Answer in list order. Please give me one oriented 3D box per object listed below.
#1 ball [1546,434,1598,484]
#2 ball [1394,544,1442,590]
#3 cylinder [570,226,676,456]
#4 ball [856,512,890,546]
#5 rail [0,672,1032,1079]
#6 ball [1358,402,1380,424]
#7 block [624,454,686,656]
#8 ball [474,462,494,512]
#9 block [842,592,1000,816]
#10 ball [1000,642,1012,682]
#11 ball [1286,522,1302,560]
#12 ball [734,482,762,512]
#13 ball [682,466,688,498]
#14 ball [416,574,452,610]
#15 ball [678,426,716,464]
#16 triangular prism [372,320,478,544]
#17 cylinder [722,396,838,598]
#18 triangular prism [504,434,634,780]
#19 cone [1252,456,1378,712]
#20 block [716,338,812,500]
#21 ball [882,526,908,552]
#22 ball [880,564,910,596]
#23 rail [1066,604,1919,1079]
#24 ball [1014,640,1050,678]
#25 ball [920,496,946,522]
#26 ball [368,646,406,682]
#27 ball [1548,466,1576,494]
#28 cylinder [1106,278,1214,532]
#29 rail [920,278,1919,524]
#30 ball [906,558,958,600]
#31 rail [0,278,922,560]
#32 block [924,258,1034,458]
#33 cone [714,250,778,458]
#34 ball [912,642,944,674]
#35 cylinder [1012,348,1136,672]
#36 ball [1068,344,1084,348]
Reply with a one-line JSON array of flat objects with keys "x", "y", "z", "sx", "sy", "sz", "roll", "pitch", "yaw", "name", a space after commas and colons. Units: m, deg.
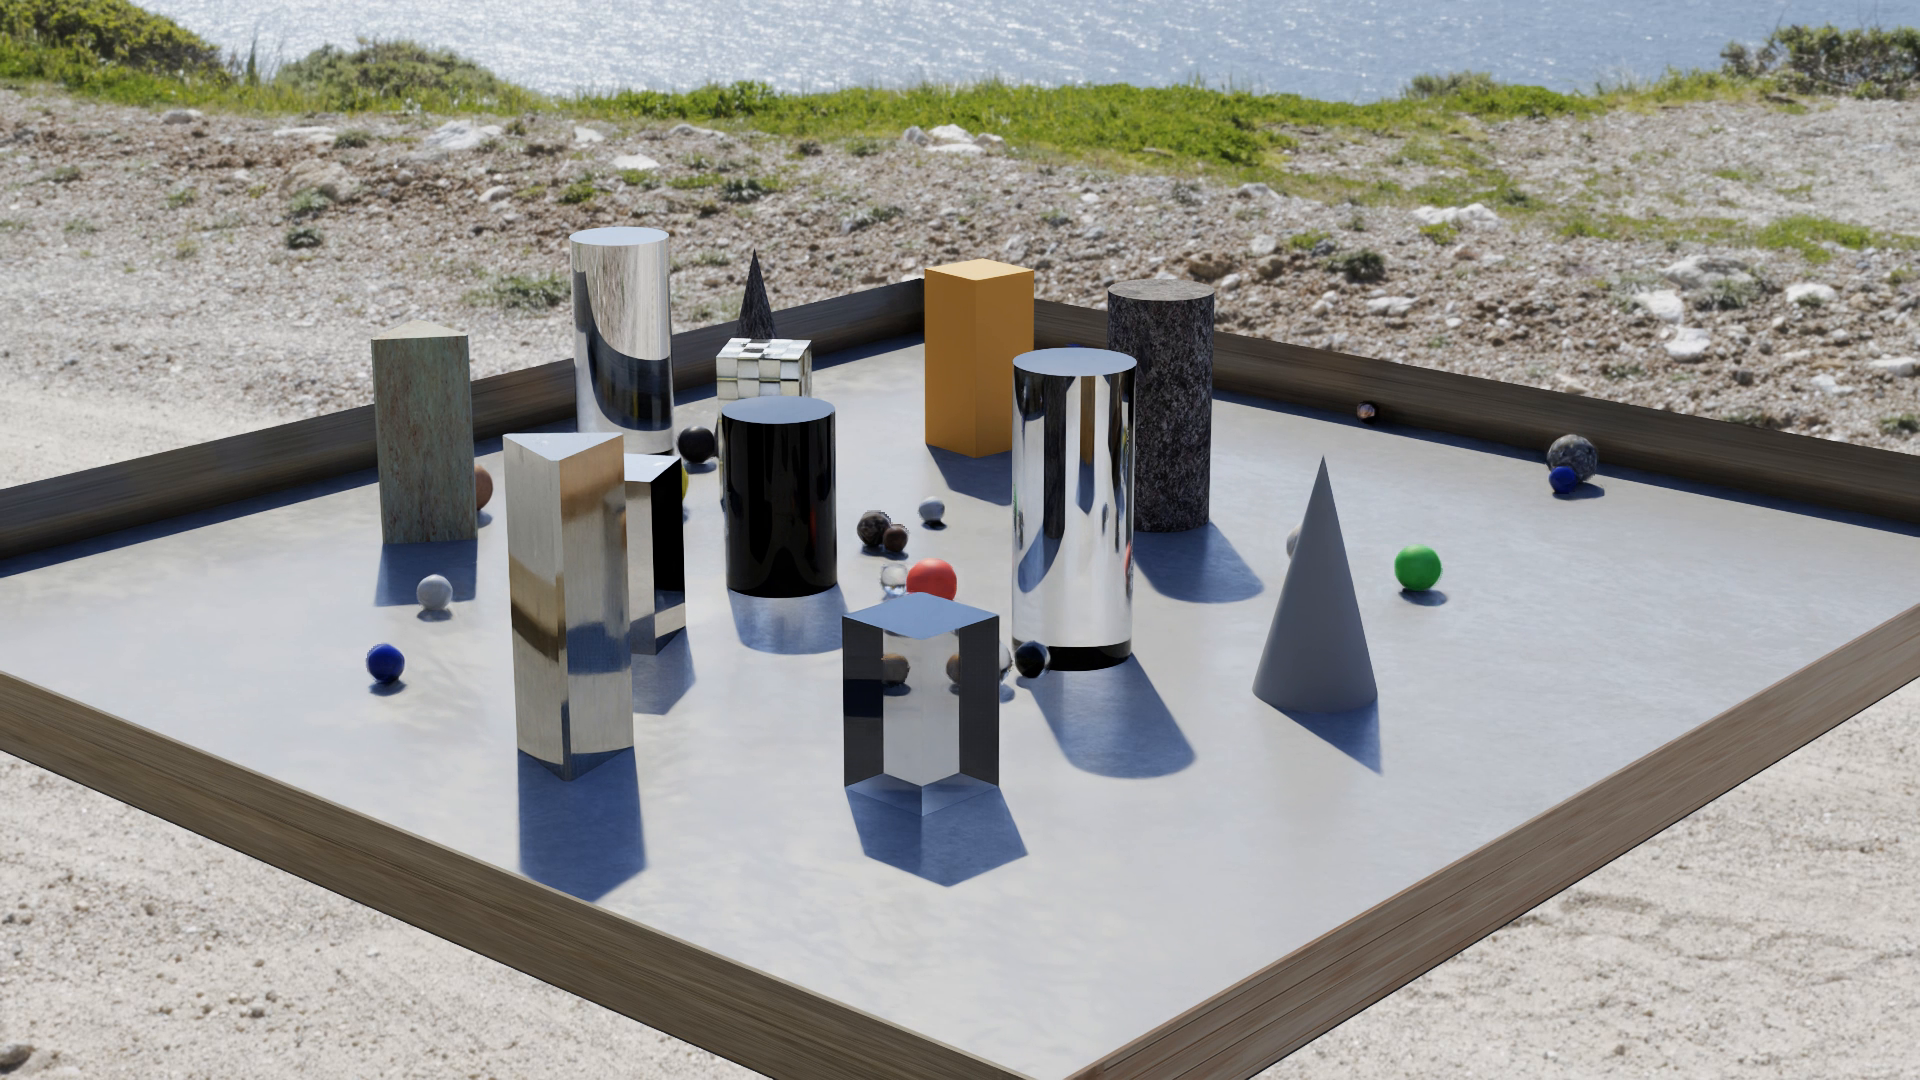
[{"x": 1.213, "y": -0.160, "z": 5.815, "sx": 0.098, "sy": 0.098, "sz": 0.098, "roll": 0, "pitch": 17, "yaw": 0, "name": "ball"}, {"x": 0.804, "y": 0.048, "z": 5.153, "sx": 0.082, "sy": 0.082, "sz": 0.082, "roll": 0, "pitch": 17, "yaw": 0, "name": "ball"}, {"x": -0.684, "y": -0.389, "z": 5.946, "sx": 0.199, "sy": 0.461, "sz": 0.199, "roll": 0, "pitch": 17, "yaw": 0, "name": "cylinder"}, {"x": -0.160, "y": -0.019, "z": 5.412, "sx": 0.062, "sy": 0.062, "sz": 0.062, "roll": 0, "pitch": 17, "yaw": 0, "name": "ball"}, {"x": -0.983, "y": 0.359, "z": 4.035, "sx": 2.904, "sy": 0.129, "sz": 0.045, "roll": 14, "pitch": 22, "yaw": 39, "name": "rail"}, {"x": 0.875, "y": -0.271, "z": 6.276, "sx": 0.046, "sy": 0.046, "sz": 0.046, "roll": 0, "pitch": 17, "yaw": 0, "name": "ball"}, {"x": -0.560, "y": 0.020, "z": 4.873, "sx": 0.159, "sy": 0.296, "sz": 0.159, "roll": 4, "pitch": 17, "yaw": 12, "name": "block"}, {"x": -0.945, "y": -0.100, "z": 5.616, "sx": 0.100, "sy": 0.100, "sz": 0.100, "roll": 0, "pitch": 17, "yaw": 0, "name": "ball"}, {"x": -0.056, "y": 0.233, "z": 4.225, "sx": 0.159, "sy": 0.263, "sz": 0.159, "roll": 16, "pitch": 23, "yaw": 42, "name": "block"}, {"x": 0.043, "y": 0.195, "z": 4.672, "sx": 0.079, "sy": 0.079, "sz": 0.079, "roll": 0, "pitch": 17, "yaw": 0, "name": "ball"}, {"x": 0.631, "y": 0.011, "z": 5.260, "sx": 0.092, "sy": 0.092, "sz": 0.092, "roll": 0, "pitch": 17, "yaw": 0, "name": "ball"}, {"x": -0.408, "y": -0.083, "z": 5.635, "sx": 0.055, "sy": 0.055, "sz": 0.055, "roll": 0, "pitch": 17, "yaw": 0, "name": "ball"}, {"x": -0.572, "y": -0.111, "z": 5.655, "sx": 0.097, "sy": 0.097, "sz": 0.097, "roll": 0, "pitch": 17, "yaw": 0, "name": "ball"}, {"x": -0.904, "y": 0.091, "z": 5.048, "sx": 0.061, "sy": 0.061, "sz": 0.061, "roll": 0, "pitch": 17, "yaw": 0, "name": "ball"}, {"x": -0.536, "y": -0.195, "z": 5.968, "sx": 0.077, "sy": 0.077, "sz": 0.077, "roll": 0, "pitch": 17, "yaw": 0, "name": "ball"}, {"x": -0.999, "y": -0.205, "z": 5.463, "sx": 0.172, "sy": 0.388, "sz": 0.149, "roll": -3, "pitch": 17, "yaw": -11, "name": "triangular prism"}, {"x": -0.317, "y": -0.078, "z": 5.167, "sx": 0.199, "sy": 0.315, "sz": 0.199, "roll": 0, "pitch": 17, "yaw": 0, "name": "cylinder"}, {"x": -0.557, "y": 0.088, "z": 4.322, "sx": 0.149, "sy": 0.486, "sz": 0.172, "roll": -11, "pitch": 20, "yaw": -31, "name": "triangular prism"}, {"x": 0.564, "y": 0.053, "z": 4.604, "sx": 0.199, "sy": 0.390, "sz": 0.199, "roll": 0, "pitch": 17, "yaw": 0, "name": "cone"}, {"x": -0.380, "y": -0.234, "z": 5.735, "sx": 0.159, "sy": 0.287, "sz": 0.159, "roll": 2, "pitch": 17, "yaw": 6, "name": "block"}, {"x": -0.119, "y": -0.001, "z": 5.376, "sx": 0.048, "sy": 0.048, "sz": 0.048, "roll": 0, "pitch": 17, "yaw": 0, "name": "ball"}, {"x": -0.112, "y": 0.069, "z": 5.126, "sx": 0.057, "sy": 0.057, "sz": 0.057, "roll": 0, "pitch": 17, "yaw": 0, "name": "ball"}, {"x": 1.078, "y": 0.302, "z": 4.223, "sx": 0.045, "sy": 0.129, "sz": 3.047, "roll": 14, "pitch": 22, "yaw": 39, "name": "rail"}, {"x": 0.116, "y": 0.192, "z": 4.715, "sx": 0.059, "sy": 0.059, "sz": 0.059, "roll": 0, "pitch": 17, "yaw": 0, "name": "ball"}, {"x": -0.053, "y": -0.057, "z": 5.561, "sx": 0.049, "sy": 0.049, "sz": 0.049, "roll": 0, "pitch": 17, "yaw": 0, "name": "ball"}, {"x": -0.918, "y": 0.198, "z": 4.694, "sx": 0.060, "sy": 0.060, "sz": 0.060, "roll": 0, "pitch": 17, "yaw": 0, "name": "ball"}, {"x": 1.184, "y": -0.119, "z": 5.757, "sx": 0.054, "sy": 0.054, "sz": 0.054, "roll": 0, "pitch": 17, "yaw": 0, "name": "ball"}, {"x": 0.375, "y": -0.255, "z": 5.531, "sx": 0.199, "sy": 0.444, "sz": 0.199, "roll": 0, "pitch": 17, "yaw": 0, "name": "cylinder"}, {"x": 0.983, "y": -0.294, "z": 6.204, "sx": 2.904, "sy": 0.129, "sz": 0.045, "roll": 14, "pitch": 22, "yaw": 39, "name": "rail"}, {"x": -0.048, "y": 0.075, "z": 5.051, "sx": 0.089, "sy": 0.089, "sz": 0.089, "roll": 0, "pitch": 17, "yaw": 0, "name": "ball"}, {"x": -1.078, "y": -0.238, "z": 6.016, "sx": 0.045, "sy": 0.129, "sz": 3.047, "roll": 14, "pitch": 22, "yaw": 39, "name": "rail"}, {"x": 0.039, "y": -0.378, "z": 6.066, "sx": 0.159, "sy": 0.371, "sz": 0.159, "roll": -14, "pitch": 22, "yaw": -39, "name": "block"}, {"x": -0.417, "y": -0.390, "z": 6.010, "sx": 0.199, "sy": 0.426, "sz": 0.199, "roll": 0, "pitch": 17, "yaw": 0, "name": "cone"}, {"x": -0.052, "y": 0.190, "z": 4.736, "sx": 0.051, "sy": 0.051, "sz": 0.051, "roll": 0, "pitch": 17, "yaw": 0, "name": "ball"}, {"x": 0.184, "y": -0.051, "z": 4.773, "sx": 0.199, "sy": 0.491, "sz": 0.199, "roll": 0, "pitch": 17, "yaw": 0, "name": "cylinder"}, {"x": 0.266, "y": -0.425, "z": 6.771, "sx": 0.055, "sy": 0.055, "sz": 0.055, "roll": 0, "pitch": 17, "yaw": 0, "name": "ball"}]
